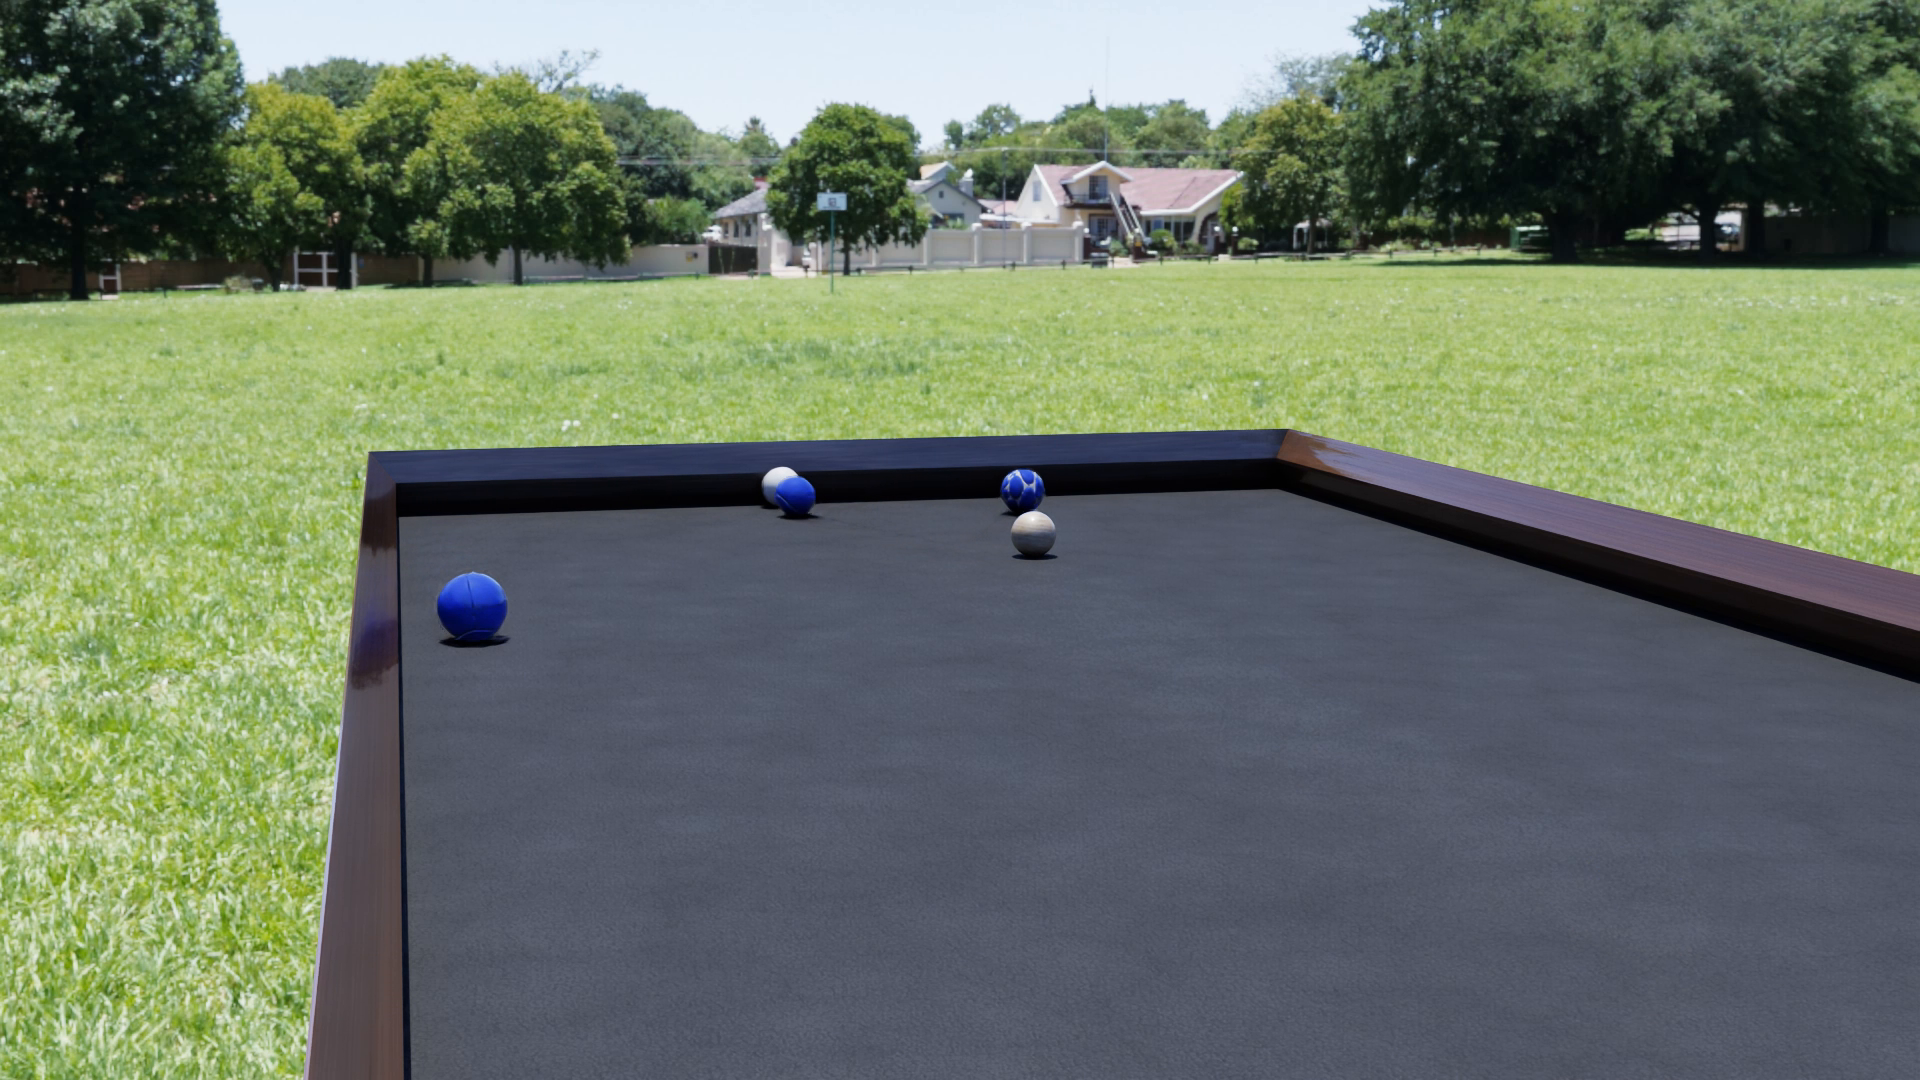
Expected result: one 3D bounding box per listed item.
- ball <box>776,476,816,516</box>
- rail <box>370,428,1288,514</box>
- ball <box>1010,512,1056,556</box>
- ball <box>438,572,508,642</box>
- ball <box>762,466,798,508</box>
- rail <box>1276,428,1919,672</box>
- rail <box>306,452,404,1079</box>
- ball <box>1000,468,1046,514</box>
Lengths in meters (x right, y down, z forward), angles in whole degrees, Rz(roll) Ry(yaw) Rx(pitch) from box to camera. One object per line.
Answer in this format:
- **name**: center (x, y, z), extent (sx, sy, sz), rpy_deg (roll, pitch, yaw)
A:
- **ball**: center (-0.292, -0.077, 3.919), extent (0.071, 0.071, 0.071), rpy_deg (0, 8, 0)
- **rail**: center (-0.196, -0.130, 4.136), extent (1.768, 0.112, 0.045), rpy_deg (-2, 9, -14)
- **ball**: center (0.115, -0.009, 3.451), extent (0.072, 0.072, 0.072), rpy_deg (0, 8, 0)
- **ball**: center (-0.611, 0.084, 2.757), extent (0.087, 0.087, 0.087), rpy_deg (0, 8, 0)
- **ball**: center (-0.329, -0.098, 4.049), extent (0.074, 0.074, 0.074), rpy_deg (0, 8, 0)
- **rail**: center (1.036, 0.064, 2.802), extent (0.045, 0.112, 3.270), rpy_deg (-2, 9, -14)
- **rail**: center (-0.631, 0.125, 2.380), extent (0.045, 0.112, 3.270), rpy_deg (-2, 9, -14)
- **ball**: center (0.113, -0.088, 3.962), extent (0.080, 0.080, 0.080), rpy_deg (0, 8, 0)
